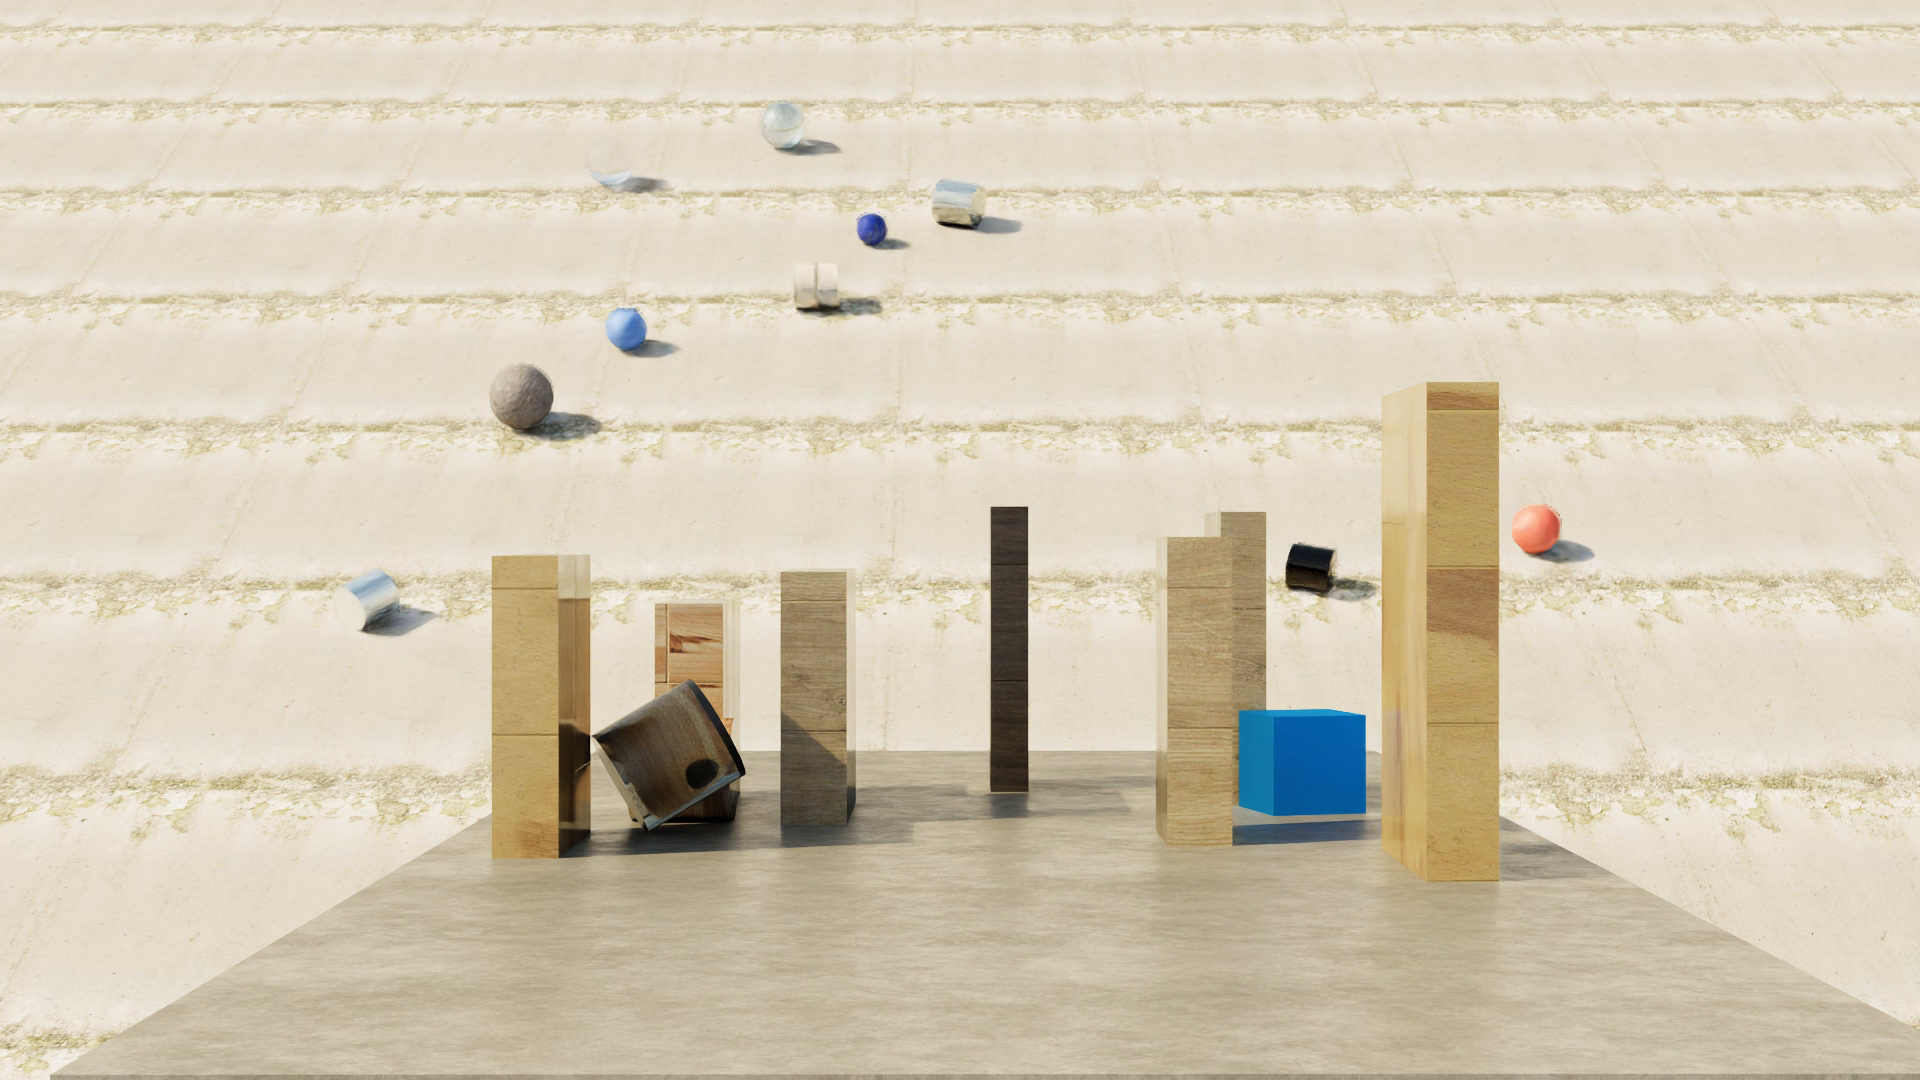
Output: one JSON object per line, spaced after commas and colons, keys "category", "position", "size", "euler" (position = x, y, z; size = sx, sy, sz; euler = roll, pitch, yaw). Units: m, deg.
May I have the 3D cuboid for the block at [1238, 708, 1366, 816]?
{"category": "block", "position": [0.687, 0.445, 5.207], "size": [0.195, 0.195, 0.195], "euler": [0, 0, -14]}

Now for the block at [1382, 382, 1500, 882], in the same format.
{"category": "block", "position": [0.800, 0.146, 4.337], "size": [0.116, 0.796, 0.435], "euler": [0, 0, 0]}

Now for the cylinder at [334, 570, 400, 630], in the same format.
{"category": "cylinder", "position": [-1.684, 0.170, 7.345], "size": [0.129, 0.129, 0.129], "euler": [20, 35, 31]}

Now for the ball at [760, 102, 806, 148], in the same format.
{"category": "ball", "position": [-0.721, -1.689, 10.544], "size": [0.185, 0.185, 0.185], "euler": [0, 30, 0]}

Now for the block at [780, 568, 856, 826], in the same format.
{"category": "block", "position": [-0.279, 0.302, 5.152], "size": [0.127, 0.484, 0.439], "euler": [0, 0, 0]}

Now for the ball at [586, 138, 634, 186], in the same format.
{"category": "ball", "position": [-1.380, -1.491, 10.190], "size": [0.191, 0.191, 0.191], "euler": [0, 30, 0]}

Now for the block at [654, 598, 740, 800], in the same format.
{"category": "block", "position": [-0.538, 0.335, 5.335], "size": [0.136, 0.418, 0.407], "euler": [0, 0, 0]}

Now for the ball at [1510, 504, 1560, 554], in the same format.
{"category": "ball", "position": [1.709, -0.032, 7.684], "size": [0.144, 0.144, 0.144], "euler": [0, 30, 0]}

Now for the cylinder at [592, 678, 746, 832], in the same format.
{"category": "cylinder", "position": [-0.544, 0.402, 4.827], "size": [0.210, 0.210, 0.210], "euler": [-30, 38, -14]}

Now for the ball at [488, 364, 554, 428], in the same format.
{"category": "ball", "position": [-1.421, -0.464, 8.376], "size": [0.207, 0.207, 0.207], "euler": [0, 30, 0]}

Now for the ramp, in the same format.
{"category": "ramp", "position": [0.067, 0.594, 4.649], "size": [2.000, 0.100, 4.000], "euler": [0, 0, 0]}

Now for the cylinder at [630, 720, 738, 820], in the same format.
{"category": "cylinder", "position": [-0.538, 0.445, 5.033], "size": [0.197, 0.197, 0.197], "euler": [3, 29, -7]}

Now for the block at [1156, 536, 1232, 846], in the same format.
{"category": "block", "position": [0.426, 0.269, 4.730], "size": [0.116, 0.550, 0.265], "euler": [0, 0, 0]}

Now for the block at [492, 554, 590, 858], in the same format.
{"category": "block", "position": [-0.745, 0.286, 4.622], "size": [0.114, 0.518, 0.390], "euler": [0, 0, 0]}

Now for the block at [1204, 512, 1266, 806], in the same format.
{"category": "block", "position": [0.580, 0.242, 5.465], "size": [0.094, 0.601, 0.346], "euler": [0, 0, 0]}

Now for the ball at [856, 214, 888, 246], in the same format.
{"category": "ball", "position": [-0.330, -1.164, 9.693], "size": [0.118, 0.118, 0.118], "euler": [0, 30, 0]}

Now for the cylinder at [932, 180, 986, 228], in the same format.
{"category": "cylinder", "position": [-0.005, -1.282, 9.856], "size": [0.160, 0.160, 0.160], "euler": [12, 32, 20]}

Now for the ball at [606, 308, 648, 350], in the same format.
{"category": "ball", "position": [-1.148, -0.724, 8.898], "size": [0.141, 0.141, 0.141], "euler": [0, 30, 0]}

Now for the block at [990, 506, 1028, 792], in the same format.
{"category": "block", "position": [0.107, 0.235, 5.689], "size": [0.081, 0.615, 0.243], "euler": [0, 0, 0]}

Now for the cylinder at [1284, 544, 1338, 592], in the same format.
{"category": "cylinder", "position": [1.018, 0.081, 7.505], "size": [0.125, 0.125, 0.125], "euler": [10, 31, 17]}
